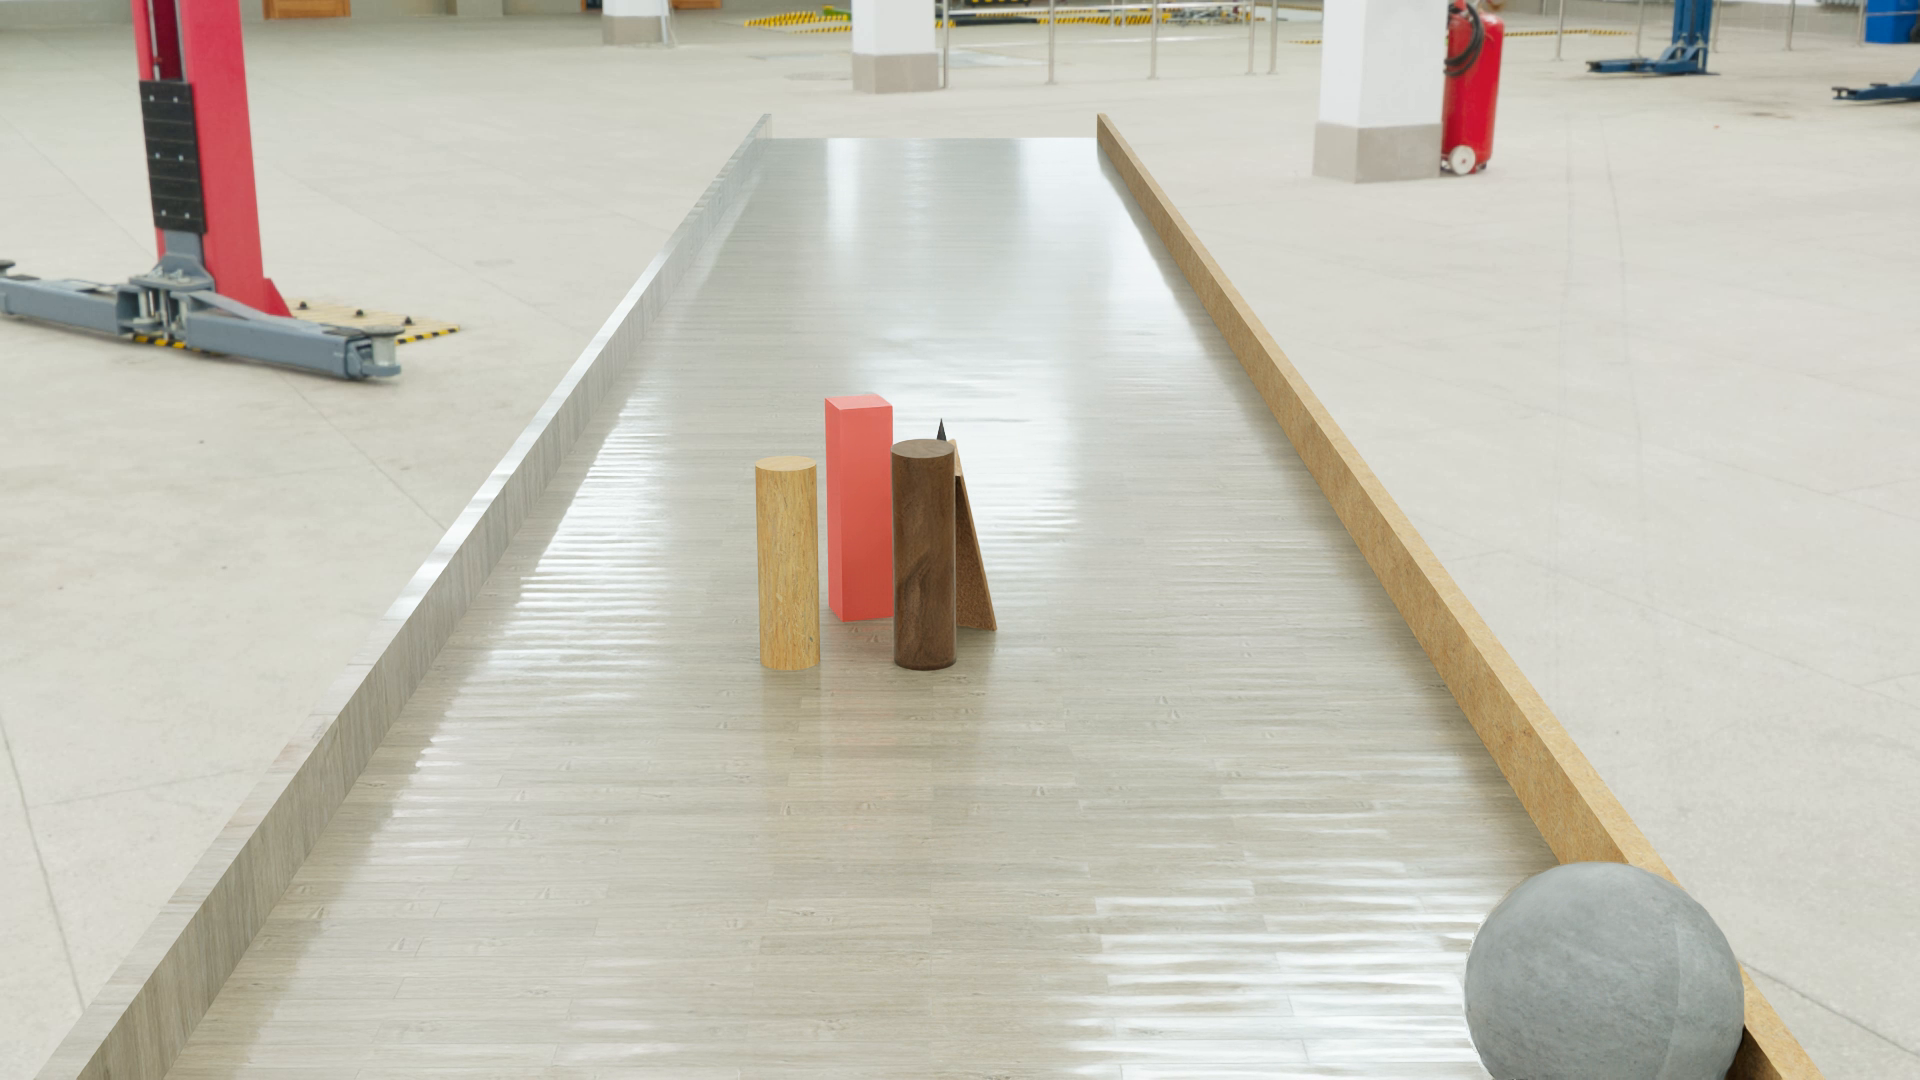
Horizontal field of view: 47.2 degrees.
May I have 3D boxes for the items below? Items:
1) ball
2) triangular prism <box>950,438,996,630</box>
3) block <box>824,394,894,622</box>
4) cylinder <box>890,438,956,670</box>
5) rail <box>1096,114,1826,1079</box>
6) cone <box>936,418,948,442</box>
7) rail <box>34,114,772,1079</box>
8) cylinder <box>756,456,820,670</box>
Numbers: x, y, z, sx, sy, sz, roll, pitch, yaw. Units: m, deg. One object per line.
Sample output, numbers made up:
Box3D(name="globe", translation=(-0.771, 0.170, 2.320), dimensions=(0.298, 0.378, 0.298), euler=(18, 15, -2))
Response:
Box3D(name="ball", translation=(0.796, 0.568, 2.727), dimensions=(0.336, 0.336, 0.336), euler=(0, 17, 0))
Box3D(name="triangular prism", translation=(0.004, -0.012, 4.517), dimensions=(0.124, 0.419, 0.108), euler=(8, 44, 24))
Box3D(name="block", translation=(-0.211, -0.068, 4.648), dimensions=(0.115, 0.460, 0.115), euler=(-5, 17, -17))
Box3D(name="cylinder", translation=(-0.071, 0.030, 4.339), dimensions=(0.126, 0.442, 0.126), euler=(0, 20, 0))
Box3D(name="rail", translation=(0.932, -0.844, 7.801), dimensions=(0.050, 0.150, 12.000), euler=(0, 17, -1))
Box3D(name="cone", translation=(-0.041, -0.096, 4.909), dimensions=(0.174, 0.366, 0.174), euler=(0, 17, 0))
Box3D(name="rail", translation=(-1.118, -0.838, 7.780), dimensions=(0.050, 0.150, 12.000), euler=(0, 17, -1))
Box3D(name="cylinder", translation=(-0.341, 0.045, 4.358), dimensions=(0.120, 0.408, 0.120), euler=(0, 17, 0))
